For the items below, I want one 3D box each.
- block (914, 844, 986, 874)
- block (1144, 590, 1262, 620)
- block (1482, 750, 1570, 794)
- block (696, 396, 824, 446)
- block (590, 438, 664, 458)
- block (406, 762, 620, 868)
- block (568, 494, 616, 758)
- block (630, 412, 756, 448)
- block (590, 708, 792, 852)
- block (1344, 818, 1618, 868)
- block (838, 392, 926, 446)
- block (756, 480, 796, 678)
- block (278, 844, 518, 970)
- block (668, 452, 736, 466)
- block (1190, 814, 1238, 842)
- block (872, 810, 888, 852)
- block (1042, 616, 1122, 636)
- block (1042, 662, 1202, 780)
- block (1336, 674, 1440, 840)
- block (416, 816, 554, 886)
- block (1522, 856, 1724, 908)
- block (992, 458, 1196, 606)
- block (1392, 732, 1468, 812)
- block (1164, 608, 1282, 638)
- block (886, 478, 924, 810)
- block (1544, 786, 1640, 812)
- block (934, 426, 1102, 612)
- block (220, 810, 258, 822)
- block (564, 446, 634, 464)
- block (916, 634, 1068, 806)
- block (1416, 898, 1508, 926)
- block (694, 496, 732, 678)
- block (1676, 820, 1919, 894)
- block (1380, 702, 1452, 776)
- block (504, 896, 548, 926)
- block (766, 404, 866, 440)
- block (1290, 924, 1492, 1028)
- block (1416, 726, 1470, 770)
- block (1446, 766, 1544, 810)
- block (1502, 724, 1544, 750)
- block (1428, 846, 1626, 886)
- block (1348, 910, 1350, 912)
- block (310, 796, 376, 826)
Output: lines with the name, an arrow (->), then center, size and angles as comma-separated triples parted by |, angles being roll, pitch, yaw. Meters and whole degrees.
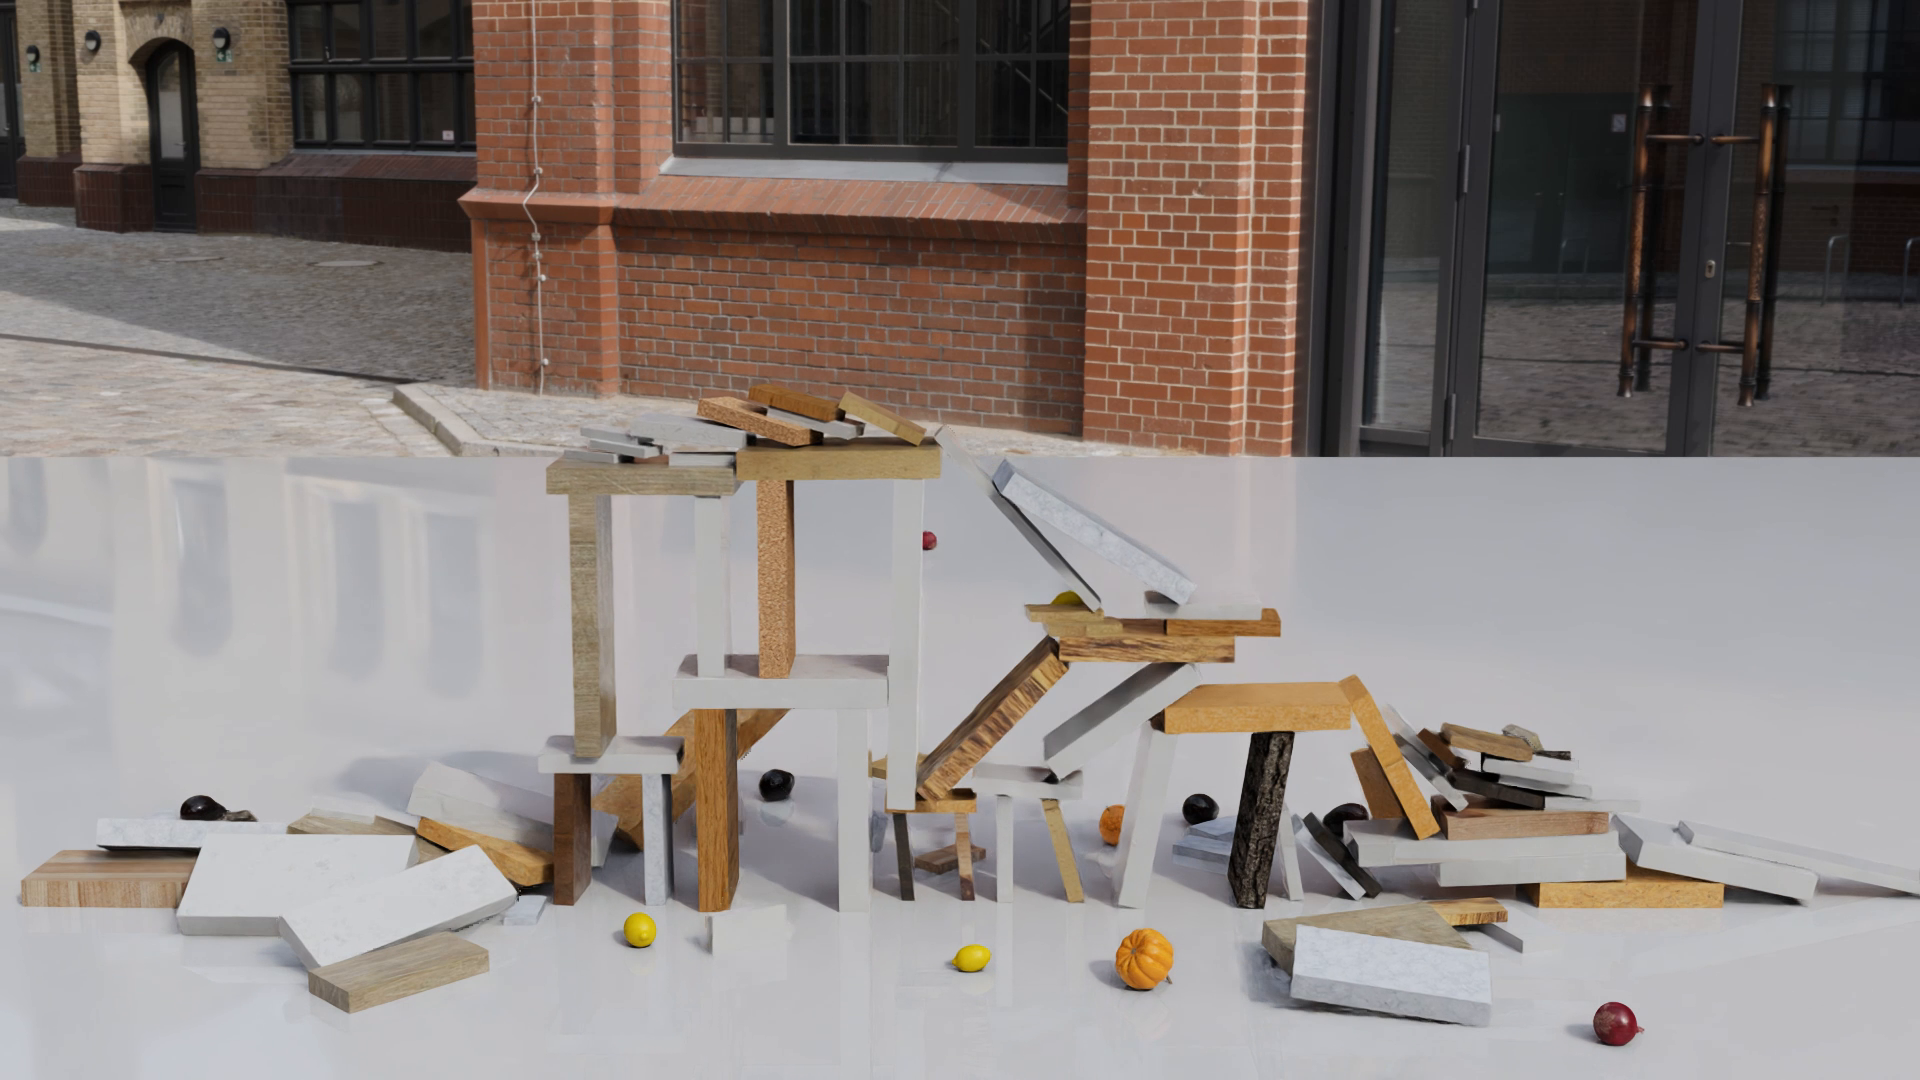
block -> -0.017, 0.553, 3.823 | 0.060, 0.017, 0.120 | 9, 14, 42
block -> 0.393, 0.106, 3.575 | 0.183, 0.026, 0.091 | 1, 11, 0
block -> 0.947, 0.389, 3.678 | 0.144, 0.072, 0.020 | 0, 14, 16
block -> -0.320, -0.192, 3.538 | 0.184, 0.026, 0.092 | 18, 13, 23
block -> -0.537, -0.149, 3.535 | 0.105, 0.015, 0.053 | 10, 13, 24
block -> -0.765, 0.472, 3.788 | 0.340, 0.048, 0.170 | 17, 6, -5
block -> -0.597, 0.126, 3.581 | 0.042, 0.430, 0.148 | 1, 11, 1
block -> -0.428, -0.177, 3.539 | 0.184, 0.026, 0.092 | 7, 12, 8
block -> -0.494, 0.397, 4.014 | 0.388, 0.048, 0.170 | -44, 31, -23
block -> 0.861, 0.492, 3.651 | 0.425, 0.037, 0.131 | -3, 11, 0
block -> -0.123, -0.195, 3.519 | 0.142, 0.020, 0.071 | 26, 10, -3
block -> -0.297, 0.049, 3.565 | 0.045, 0.320, 0.160 | 0, 11, 0
block -> -0.870, 0.577, 3.423 | 0.355, 0.033, 0.117 | -17, 50, -45
block -> -0.410, -0.130, 3.517 | 0.105, 0.015, 0.053 | 0, 11, -2
block -> 0.487, 0.522, 3.980 | 0.136, 0.019, 0.068 | -8, 13, -38
block -> -0.172, 0.509, 3.928 | 0.018, 0.063, 0.125 | 10, 4, -31
block -> 0.197, 0.140, 3.555 | 0.120, 0.017, 0.060 | -1, 11, -10
block -> 0.264, 0.280, 3.607 | 0.280, 0.040, 0.140 | -35, 9, 7
block -> 0.706, 0.357, 3.631 | 0.037, 0.262, 0.131 | -28, 9, 5
block -> -0.786, 0.517, 3.708 | 0.235, 0.033, 0.117 | 20, 6, 23
block -> 1.098, 0.568, 3.670 | 0.301, 0.043, 0.150 | 0, 11, 0
block -> 0.214, -0.014, 3.540 | 0.349, 0.040, 0.140 | 31, 7, -11
block -> 0.775, 0.381, 3.631 | 0.021, 0.148, 0.074 | -44, 7, 8
block -> 0.425, 0.133, 3.575 | 0.183, 0.026, 0.091 | 1, 11, 2
block -> -0.088, 0.156, 3.585 | 0.045, 0.540, 0.160 | 2, 11, 0
block -> 1.035, 0.424, 3.607 | 0.149, 0.021, 0.075 | 0, 11, 13
block -> 0.094, -0.034, 3.543 | 0.018, 0.381, 0.063 | -42, 6, 7
block -> -1.252, 0.508, 3.861 | 0.052, 0.015, 0.103 | -8, -35, 7
block -> -0.584, -0.138, 3.558 | 0.103, 0.015, 0.051 | 6, 12, 30
block -> 0.052, 0.294, 3.617 | 0.040, 0.316, 0.140 | 43, 8, -7
block -> 0.798, 0.592, 3.498 | 0.127, 0.018, 0.063 | -3, 11, -8
block -> -0.400, 0.061, 3.570 | 0.042, 0.296, 0.148 | 0, 10, -1
block -> 1.421, 0.532, 3.658 | 0.445, 0.021, 0.075 | 12, 10, -2
block -> 0.753, 0.329, 3.629 | 0.139, 0.020, 0.069 | 41, 9, -31
block -> -0.705, 0.602, 3.567 | 0.051, 0.015, 0.103 | 0, 11, 0
block -> -0.230, -0.193, 3.525 | 0.142, 0.020, 0.071 | 16, 13, 15
block -> 0.626, 0.633, 3.199 | 0.280, 0.040, 0.140 | 7, 21, 9
block -> 0.791, 0.341, 3.596 | 0.069, 0.020, 0.139 | 45, 9, 22
block -> 0.882, 0.407, 3.628 | 0.148, 0.021, 0.074 | 13, 10, 0
block -> 1.003, 0.442, 3.753 | 0.020, 0.285, 0.072 | -33, 21, -15
block -> 0.938, 0.526, 3.665 | 0.301, 0.043, 0.150 | -3, 11, 2
block -> 0.687, 0.612, 3.497 | 0.136, 0.019, 0.068 | 2, 11, 8
block -> -1.044, 0.458, 3.721 | 0.103, 0.015, 0.052 | 12, 11, -17
